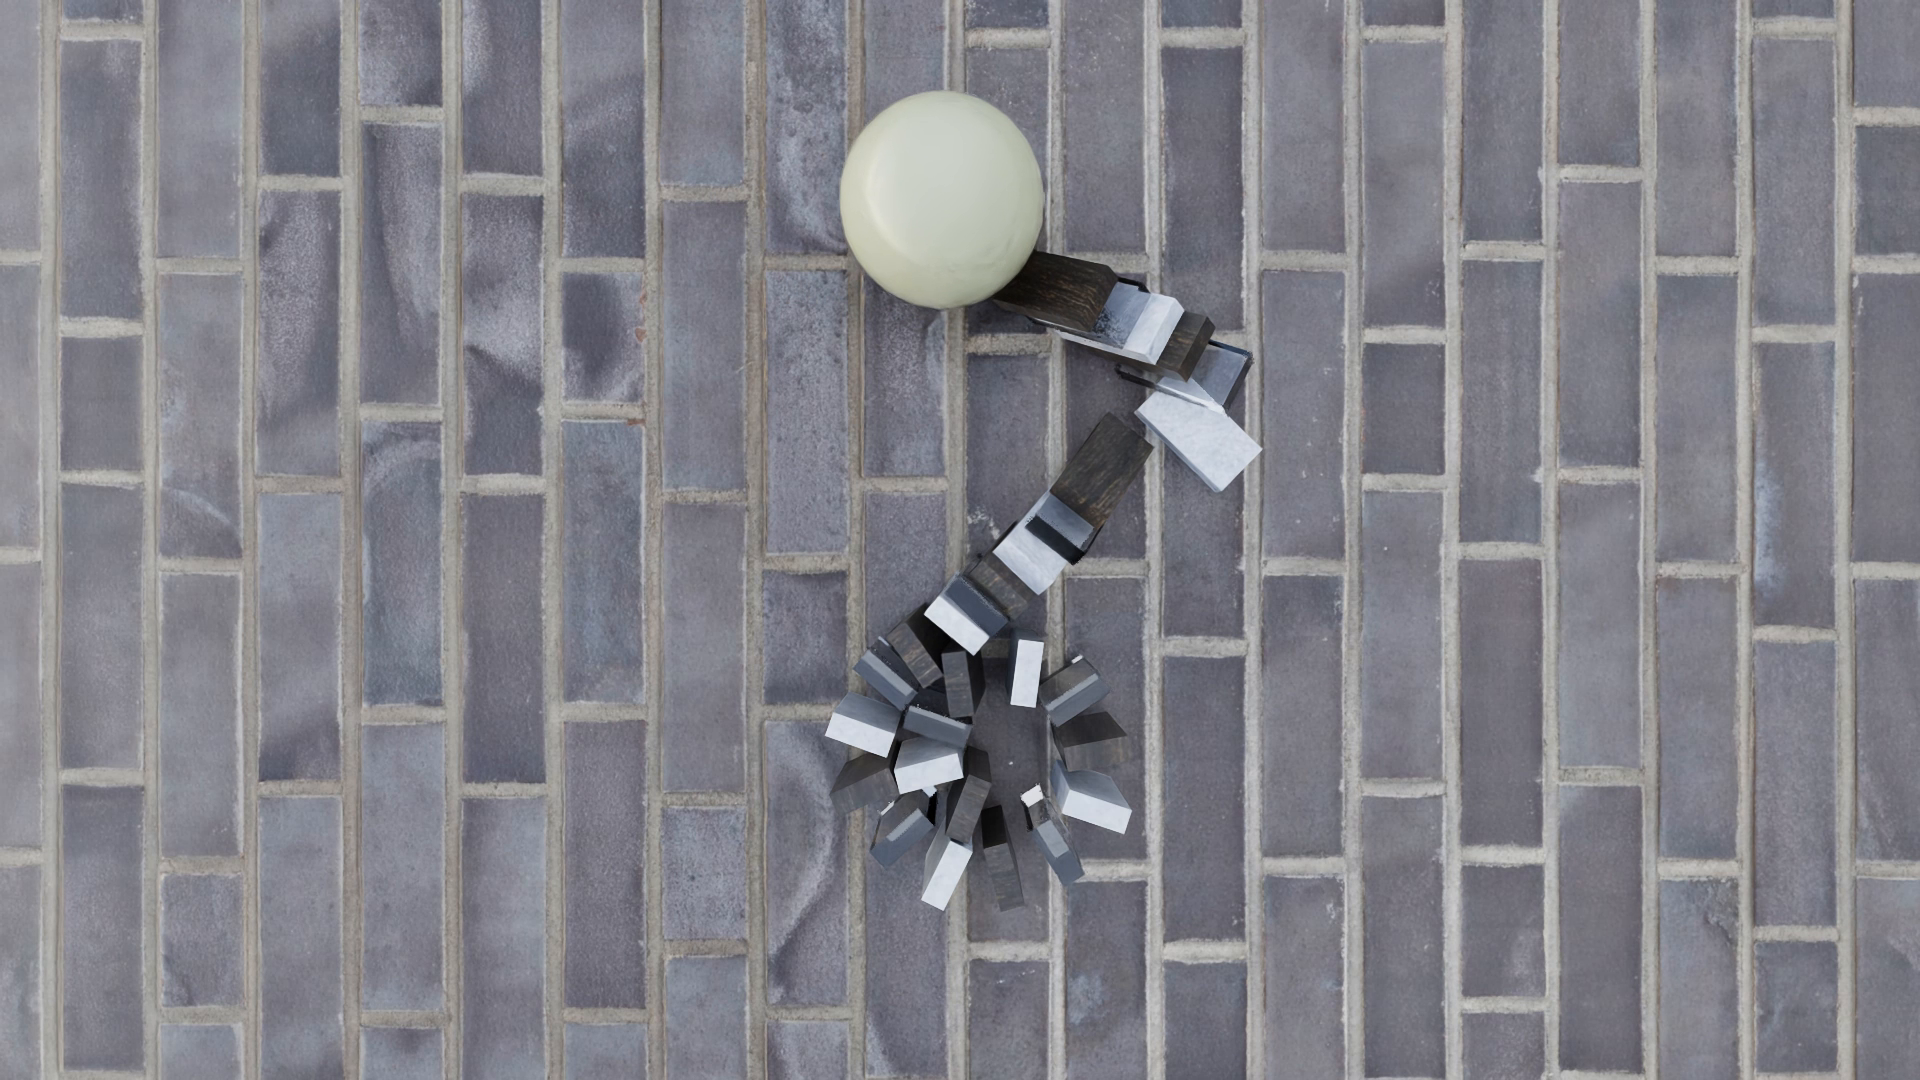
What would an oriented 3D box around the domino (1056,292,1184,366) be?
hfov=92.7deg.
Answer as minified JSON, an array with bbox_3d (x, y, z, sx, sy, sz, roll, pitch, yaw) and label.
[{"bbox_3d":[0.065,-0.092,0.380,0.050,0.010,0.025,28,90,41],"label":"domino"}]

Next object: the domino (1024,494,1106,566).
[{"bbox_3d":[0.049,-0.014,0.380,0.025,0.009,0.050,38,47,0],"label":"domino"}]

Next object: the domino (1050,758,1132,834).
[{"bbox_3d":[0.052,0.104,0.375,0.025,0.050,0.009,18,90,0],"label":"domino"}]

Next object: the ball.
[{"bbox_3d":[-0.007,-0.132,0.360,0.080,0.080,0.080,0,90,0],"label":"ball"}]

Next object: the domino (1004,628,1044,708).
[{"bbox_3d":[0.026,0.051,0.375,0.009,0.050,0.025,7,90,0],"label":"domino"}]

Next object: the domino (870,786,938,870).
[{"bbox_3d":[-0.022,0.114,0.375,0.025,0.050,0.009,-42,90,0],"label":"domino"}]

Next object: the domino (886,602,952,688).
[{"bbox_3d":[-0.014,0.042,0.375,0.010,0.050,0.025,-36,90,8],"label":"domino"}]

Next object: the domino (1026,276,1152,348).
[{"bbox_3d":[0.052,-0.098,0.380,0.050,0.010,0.025,29,91,41],"label":"domino"}]

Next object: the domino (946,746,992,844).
[{"bbox_3d":[0.003,0.103,0.375,0.010,0.050,0.025,21,90,0],"label":"domino"}]

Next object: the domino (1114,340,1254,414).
[{"bbox_3d":[0.093,-0.073,0.384,0.050,0.009,0.025,26,87,28],"label":"domino"}]

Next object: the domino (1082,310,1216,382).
[{"bbox_3d":[0.077,-0.084,0.380,0.050,0.010,0.025,28,90,41],"label":"domino"}]

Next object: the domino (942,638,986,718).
[{"bbox_3d":[0.002,0.054,0.374,0.009,0.050,0.025,-8,92,7],"label":"domino"}]

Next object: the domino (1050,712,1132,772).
[{"bbox_3d":[0.053,0.082,0.375,0.025,0.050,0.009,-11,90,0],"label":"domino"}]

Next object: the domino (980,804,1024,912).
[{"bbox_3d":[0.017,0.129,0.375,0.010,0.050,0.025,-16,90,0],"label":"domino"}]

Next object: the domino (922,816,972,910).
[{"bbox_3d":[-0.005,0.128,0.375,0.009,0.050,0.025,26,90,0],"label":"domino"}]

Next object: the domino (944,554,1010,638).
[{"bbox_3d":[0.010,0.022,0.375,0.025,0.050,0.010,43,103,0],"label":"domino"}]

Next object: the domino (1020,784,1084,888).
[{"bbox_3d":[0.037,0.120,0.375,0.009,0.050,0.025,-32,90,0],"label":"domino"}]

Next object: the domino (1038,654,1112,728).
[{"bbox_3d":[0.045,0.061,0.375,0.025,0.050,0.010,-33,90,0],"label":"domino"}]

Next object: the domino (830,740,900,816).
[{"bbox_3d":[-0.037,0.096,0.375,0.025,0.050,0.009,-25,90,0],"label":"domino"}]

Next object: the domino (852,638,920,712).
[{"bbox_3d":[-0.029,0.054,0.375,0.025,0.050,0.010,41,90,0],"label":"domino"}]

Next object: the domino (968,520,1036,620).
[{"bbox_3d":[0.022,0.011,0.376,0.025,0.050,0.010,43,116,0],"label":"domino"}]

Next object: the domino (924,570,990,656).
[{"bbox_3d":[0.002,0.029,0.375,0.025,0.050,0.010,40,102,0],"label":"domino"}]

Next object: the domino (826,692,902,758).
[{"bbox_3d":[-0.038,0.075,0.375,0.025,0.050,0.009,20,90,0],"label":"domino"}]

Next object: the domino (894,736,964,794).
[{"bbox_3d":[-0.012,0.089,0.375,0.025,0.050,0.009,-15,90,0],"label":"domino"}]

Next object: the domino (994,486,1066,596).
[{"bbox_3d":[0.035,-0.001,0.378,0.025,0.050,0.010,43,129,0],"label":"domino"}]

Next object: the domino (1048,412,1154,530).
[{"bbox_3d":[0.060,-0.030,0.381,0.025,0.009,0.050,38,52,0],"label":"domino"}]

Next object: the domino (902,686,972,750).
[{"bbox_3d":[-0.008,0.071,0.375,0.025,0.050,0.010,19,92,0],"label":"domino"}]

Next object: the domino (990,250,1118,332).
[{"bbox_3d":[0.038,-0.104,0.380,0.050,0.010,0.025,28,90,41],"label":"domino"}]

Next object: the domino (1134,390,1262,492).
[{"bbox_3d":[0.102,-0.047,0.395,0.050,0.010,0.025,44,90,0],"label":"domino"}]
